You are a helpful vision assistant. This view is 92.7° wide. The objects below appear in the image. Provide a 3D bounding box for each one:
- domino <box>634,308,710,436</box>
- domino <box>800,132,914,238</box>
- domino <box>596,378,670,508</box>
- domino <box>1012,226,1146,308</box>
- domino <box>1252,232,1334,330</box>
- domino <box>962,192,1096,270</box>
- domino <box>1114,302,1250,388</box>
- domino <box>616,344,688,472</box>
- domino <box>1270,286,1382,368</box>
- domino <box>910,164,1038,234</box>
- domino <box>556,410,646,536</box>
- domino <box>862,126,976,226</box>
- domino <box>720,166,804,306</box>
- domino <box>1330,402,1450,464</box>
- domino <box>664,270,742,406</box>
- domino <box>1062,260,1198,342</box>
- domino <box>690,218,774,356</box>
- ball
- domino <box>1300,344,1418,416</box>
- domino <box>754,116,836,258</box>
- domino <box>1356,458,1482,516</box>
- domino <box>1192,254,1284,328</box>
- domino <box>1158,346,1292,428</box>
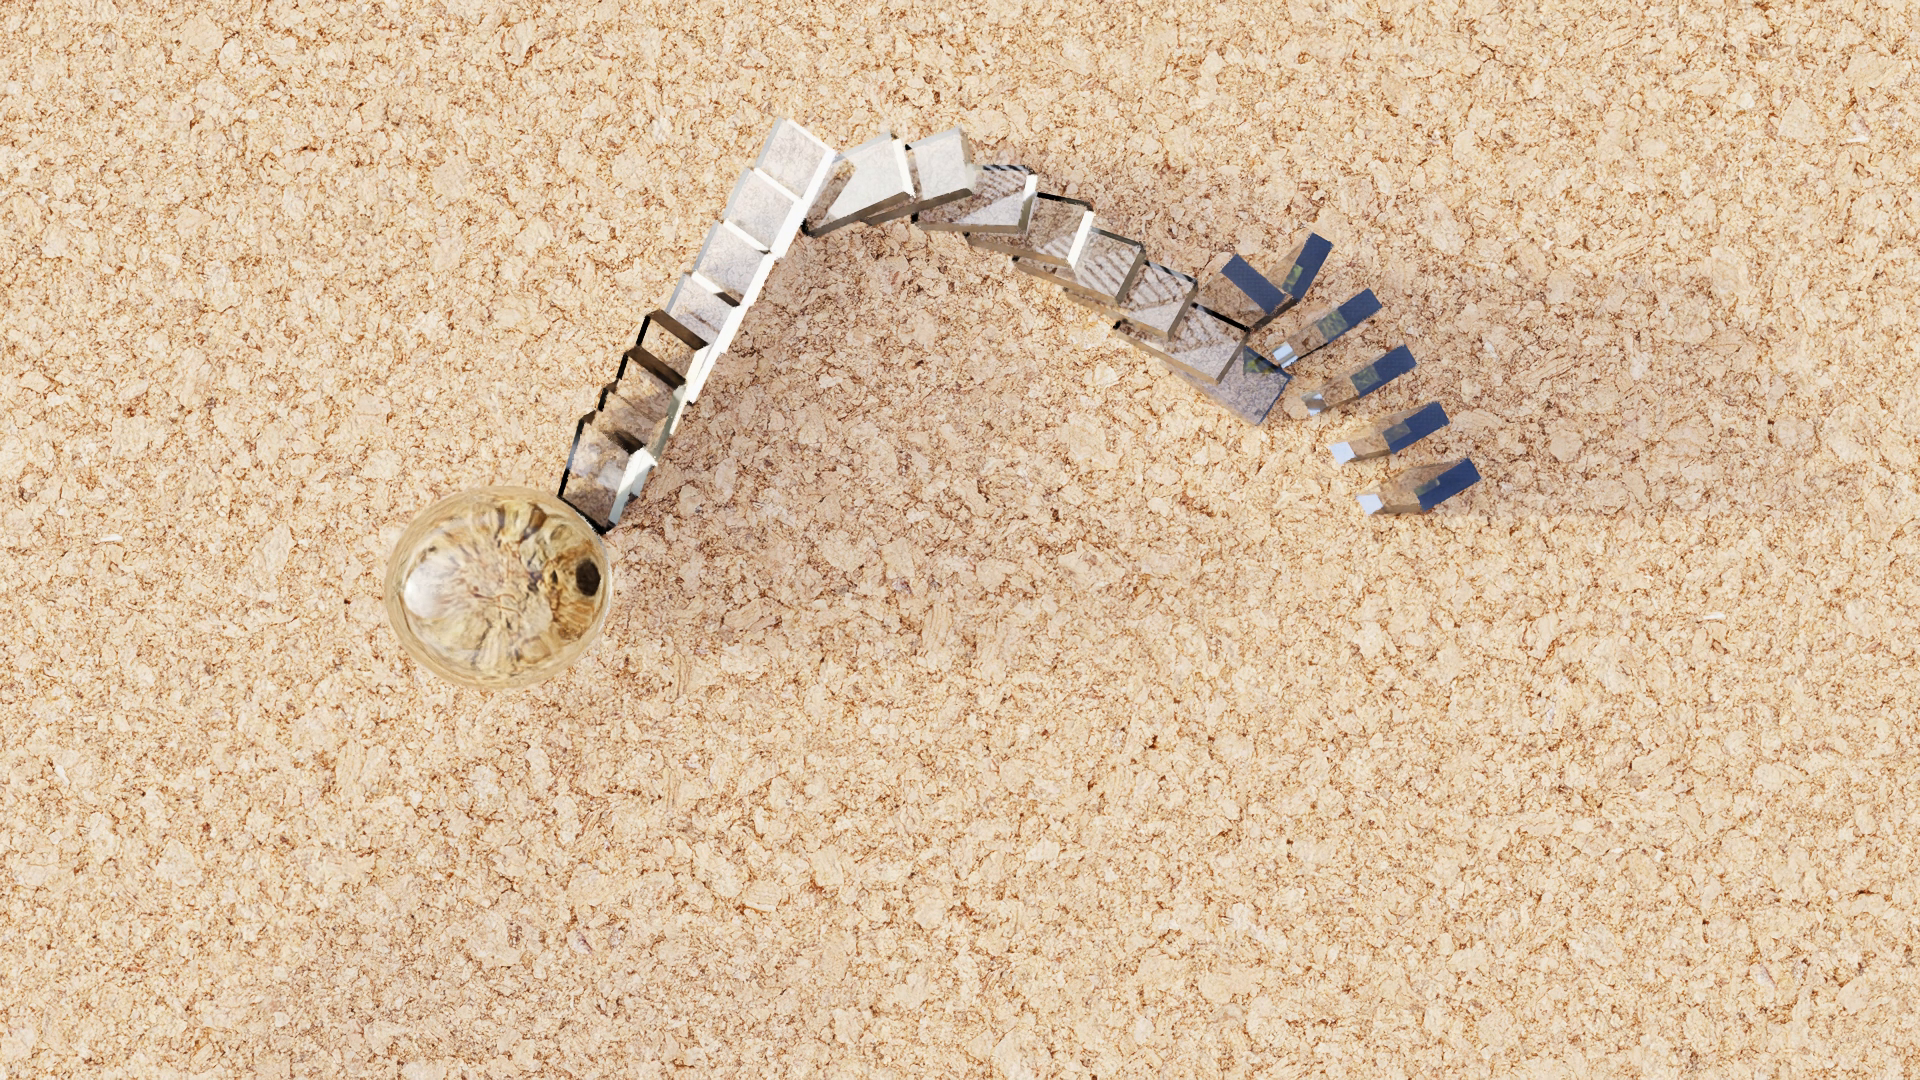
[{"bbox_3d":[-0.125,-0.068,0.382,0.025,0.009,0.050,36,125,0],"label":"domino"},{"bbox_3d":[-0.046,-0.149,0.386,0.050,0.009,0.025,-14,90,23],"label":"domino"},{"bbox_3d":[-0.140,-0.040,0.381,0.025,0.009,0.050,36,128,0],"label":"domino"},{"bbox_3d":[0.050,-0.119,0.386,0.050,0.009,0.025,27,90,22],"label":"domino"},{"bbox_3d":[0.133,-0.105,0.375,0.009,0.050,0.025,30,90,0],"label":"domino"},{"bbox_3d":[0.028,-0.133,0.386,0.050,0.010,0.025,21,90,24],"label":"domino"},{"bbox_3d":[0.093,-0.087,0.386,0.050,0.010,0.025,33,90,22],"label":"domino"},{"bbox_3d":[-0.133,-0.053,0.381,0.025,0.010,0.050,36,128,0],"label":"domino"},{"bbox_3d":[0.149,-0.086,0.375,0.025,0.050,0.010,-34,90,0],"label":"domino"},{"bbox_3d":[0.005,-0.143,0.385,0.050,0.010,0.025,11,90,25],"label":"domino"},{"bbox_3d":[-0.150,-0.027,0.381,0.025,0.010,0.050,36,128,0],"label":"domino"},{"bbox_3d":[-0.020,-0.152,0.385,0.050,0.010,0.025,-8,89,24],"label":"domino"},{"bbox_3d":[-0.089,-0.127,0.385,0.025,0.010,0.050,36,115,2],"label":"domino"},{"bbox_3d":[0.174,-0.043,0.375,0.025,0.050,0.009,-29,90,0],"label":"domino"},{"bbox_3d":[-0.114,-0.084,0.386,0.025,0.009,0.050,35,114,0],"label":"domino"},{"bbox_3d":[0.072,-0.106,0.386,0.050,0.009,0.025,29,90,22],"label":"domino"},{"bbox_3d":[-0.101,-0.105,0.385,0.025,0.010,0.050,35,115,0],"label":"domino"},{"bbox_3d":[-0.179,0.018,0.360,0.080,0.080,0.080,0,90,0],"label":"ball"},{"bbox_3d":[0.162,-0.065,0.375,0.025,0.050,0.010,-30,90,0],"label":"domino"},{"bbox_3d":[-0.075,-0.147,0.384,0.025,0.009,0.050,37,115,4],"label":"domino"},{"bbox_3d":[0.186,-0.021,0.375,0.025,0.050,0.010,-30,90,0],"label":"domino"},{"bbox_3d":[0.112,-0.098,0.375,0.025,0.050,0.010,41,90,0],"label":"domino"},{"bbox_3d":[0.114,-0.073,0.395,0.050,0.009,0.025,34,90,0],"label":"domino"}]
